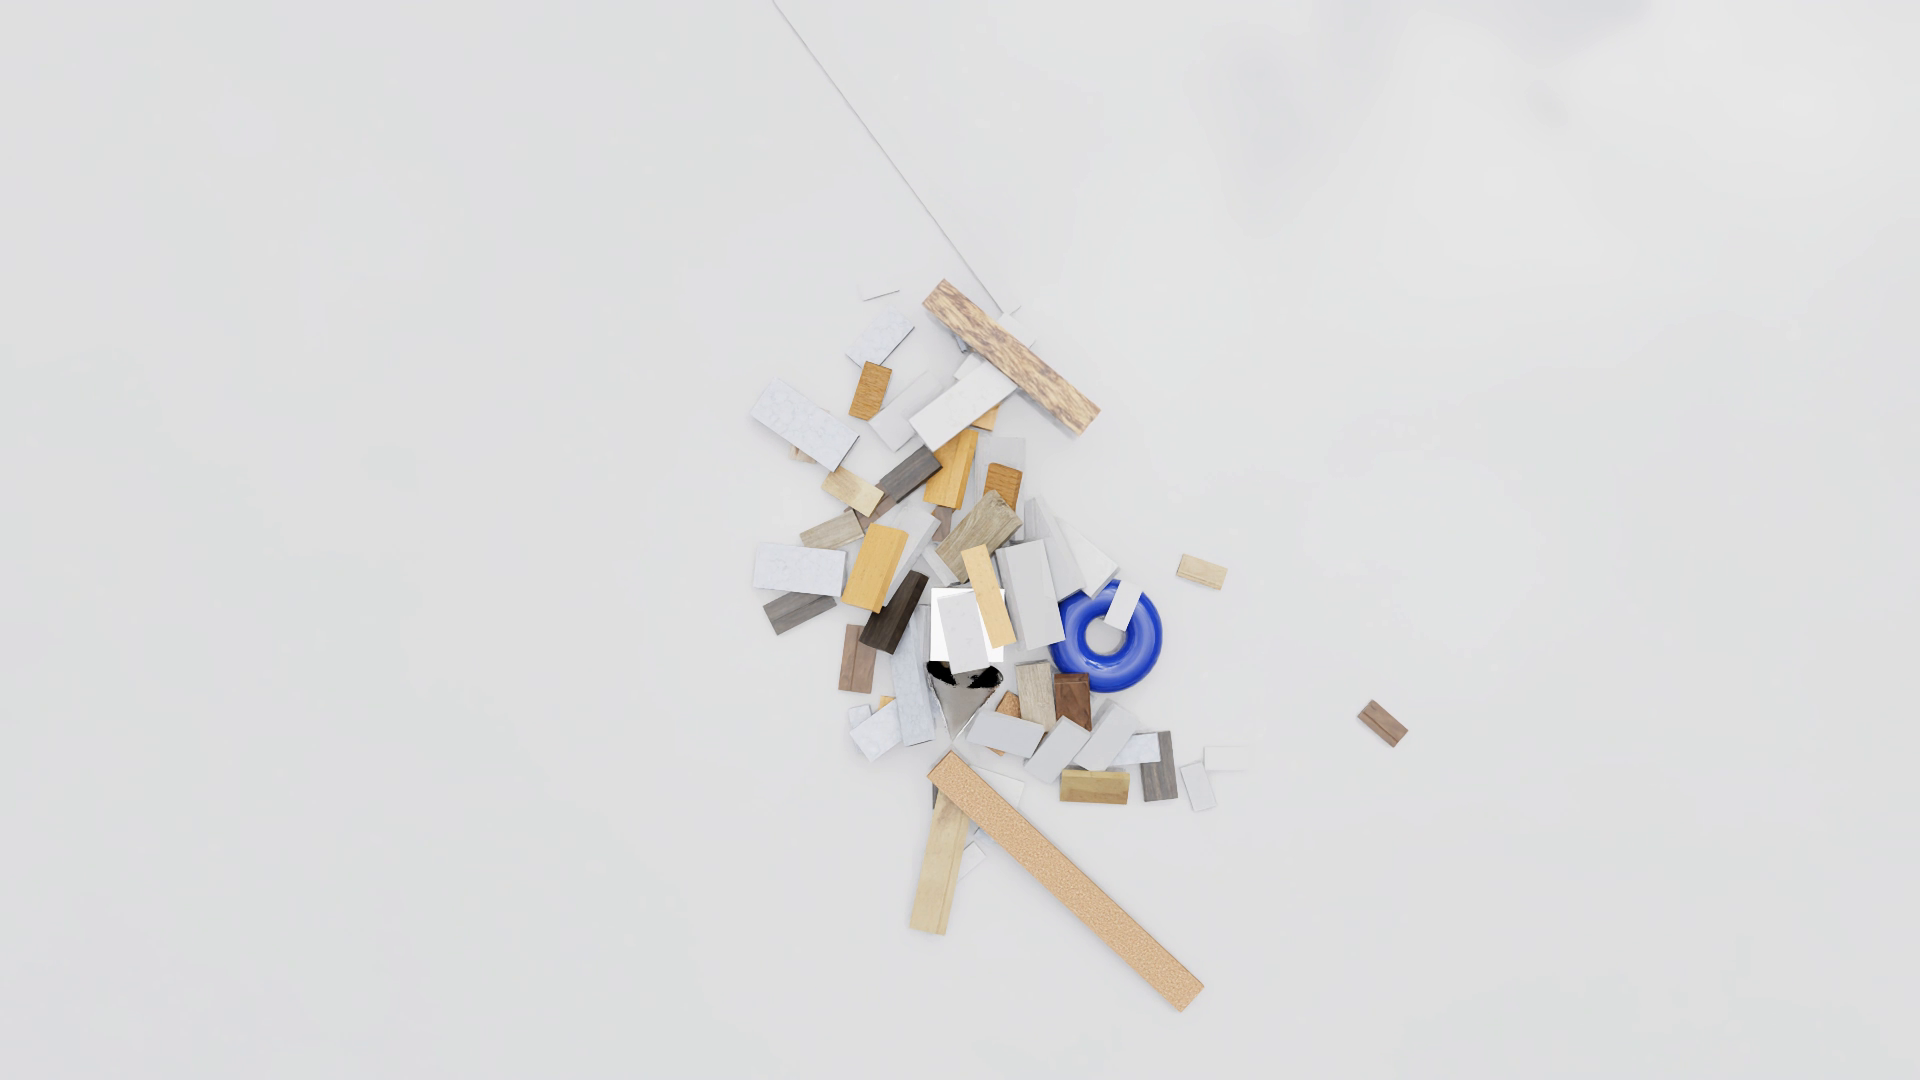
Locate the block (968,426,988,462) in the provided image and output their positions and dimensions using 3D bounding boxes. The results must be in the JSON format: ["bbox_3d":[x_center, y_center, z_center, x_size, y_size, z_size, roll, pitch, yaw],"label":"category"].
[{"bbox_3d":[0.055,-0.346,5.489,0.077,0.022,0.155,-24,90,0],"label":"block"}]

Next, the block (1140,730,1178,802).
[{"bbox_3d":[0.655,0.751,5.484,0.112,0.032,0.225,-7,90,0],"label":"block"}]

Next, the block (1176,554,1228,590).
[{"bbox_3d":[0.805,0.106,5.489,0.155,0.022,0.077,19,90,0],"label":"block"}]

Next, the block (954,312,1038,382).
[{"bbox_3d":[0.116,-0.602,5.438,0.136,0.039,0.273,38,85,2],"label":"block"}]

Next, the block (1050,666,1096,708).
[{"bbox_3d":[0.352,0.510,5.474,0.185,0.026,0.093,36,74,0],"label":"block"}]

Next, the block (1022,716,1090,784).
[{"bbox_3d":[0.318,0.693,5.436,0.112,0.032,0.223,33,110,-13],"label":"block"}]

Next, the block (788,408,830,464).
[{"bbox_3d":[-0.504,-0.353,5.487,0.093,0.026,0.185,14,90,0],"label":"block"}]

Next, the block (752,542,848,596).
[{"bbox_3d":[-0.527,0.098,5.448,0.298,0.042,0.149,6,87,9],"label":"block"}]

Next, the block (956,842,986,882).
[{"bbox_3d":[0.018,1.070,5.491,0.129,0.018,0.064,-41,90,0],"label":"block"}]

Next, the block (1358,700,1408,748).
[{"bbox_3d":[1.407,0.611,5.489,0.155,0.022,0.077,41,90,0],"label":"block"}]

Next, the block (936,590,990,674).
[{"bbox_3d":[0.010,0.294,5.241,0.122,0.035,0.245,-11,97,1],"label":"block"}]

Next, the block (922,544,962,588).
[{"bbox_3d":[-0.061,0.083,5.435,0.023,0.081,0.163,-48,69,29],"label":"block"}]

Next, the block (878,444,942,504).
[{"bbox_3d":[-0.162,-0.217,5.444,0.194,0.027,0.097,-39,70,0],"label":"block"}]

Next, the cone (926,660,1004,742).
[{"bbox_3d":[-0.005,0.551,5.417,0.256,0.256,0.256,10,108,0],"label":"cone"}]

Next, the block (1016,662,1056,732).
[{"bbox_3d":[0.252,0.519,5.436,0.113,0.032,0.225,-7,95,5],"label":"block"}]

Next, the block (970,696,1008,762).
[{"bbox_3d":[0.088,0.628,5.486,0.096,0.027,0.193,-16,90,0],"label":"block"}]

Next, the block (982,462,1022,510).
[{"bbox_3d":[0.128,-0.130,5.355,0.110,0.031,0.220,20,109,27],"label":"block"}]

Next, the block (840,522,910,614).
[{"bbox_3d":[-0.280,0.091,5.417,0.140,0.040,0.280,13,78,37],"label":"block"}]

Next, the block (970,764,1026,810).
[{"bbox_3d":[0.109,0.822,5.486,0.193,0.027,0.096,18,90,0],"label":"block"}]

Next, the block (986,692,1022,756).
[{"bbox_3d":[0.147,0.609,5.462,0.096,0.027,0.193,33,80,-9],"label":"block"}]

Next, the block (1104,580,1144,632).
[{"bbox_3d":[0.531,0.213,5.365,0.076,0.021,0.151,23,87,4],"label":"block"}]

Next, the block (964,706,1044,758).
[{"bbox_3d":[0.146,0.631,5.395,0.234,0.033,0.117,17,117,-16],"label":"block"}]

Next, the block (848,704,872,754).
[{"bbox_3d":[-0.321,0.627,5.477,0.074,0.021,0.148,-13,85,11],"label":"block"}]

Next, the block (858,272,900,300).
[{"bbox_3d":[-0.270,-0.844,5.491,0.125,0.018,0.063,-16,90,0],"label":"block"}]

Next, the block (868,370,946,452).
[{"bbox_3d":[-0.164,-0.428,5.465,0.263,0.037,0.131,-41,105,0],"label":"block"}]

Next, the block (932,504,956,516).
[{"bbox_3d":[-0.052,-0.099,5.492,0.058,0.016,0.115,37,90,0],"label":"block"}]

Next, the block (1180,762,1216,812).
[{"bbox_3d":[0.793,0.818,5.479,0.076,0.021,0.151,-19,90,17],"label":"block"}]

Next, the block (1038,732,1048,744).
[{"bbox_3d":[0.287,0.649,5.487,0.185,0.026,0.093,-31,90,0],"label":"block"}]

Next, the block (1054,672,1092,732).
[{"bbox_3d":[0.372,0.545,5.409,0.113,0.032,0.225,-3,114,5],"label":"block"}]

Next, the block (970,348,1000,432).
[{"bbox_3d":[0.078,-0.508,5.467,0.136,0.039,0.273,15,84,0],"label":"block"}]

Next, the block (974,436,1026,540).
[{"bbox_3d":[0.129,-0.171,5.417,0.167,0.047,0.335,4,96,36],"label":"block"}]

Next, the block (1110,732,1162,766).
[{"bbox_3d":[0.567,0.693,5.461,0.185,0.026,0.093,-8,90,16],"label":"block"}]

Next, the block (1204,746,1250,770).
[{"bbox_3d":[0.889,0.727,5.489,0.151,0.021,0.076,0,90,0],"label":"block"}]

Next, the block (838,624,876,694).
[{"bbox_3d":[-0.336,0.395,5.484,0.110,0.031,0.221,8,90,0],"label":"block"}]
